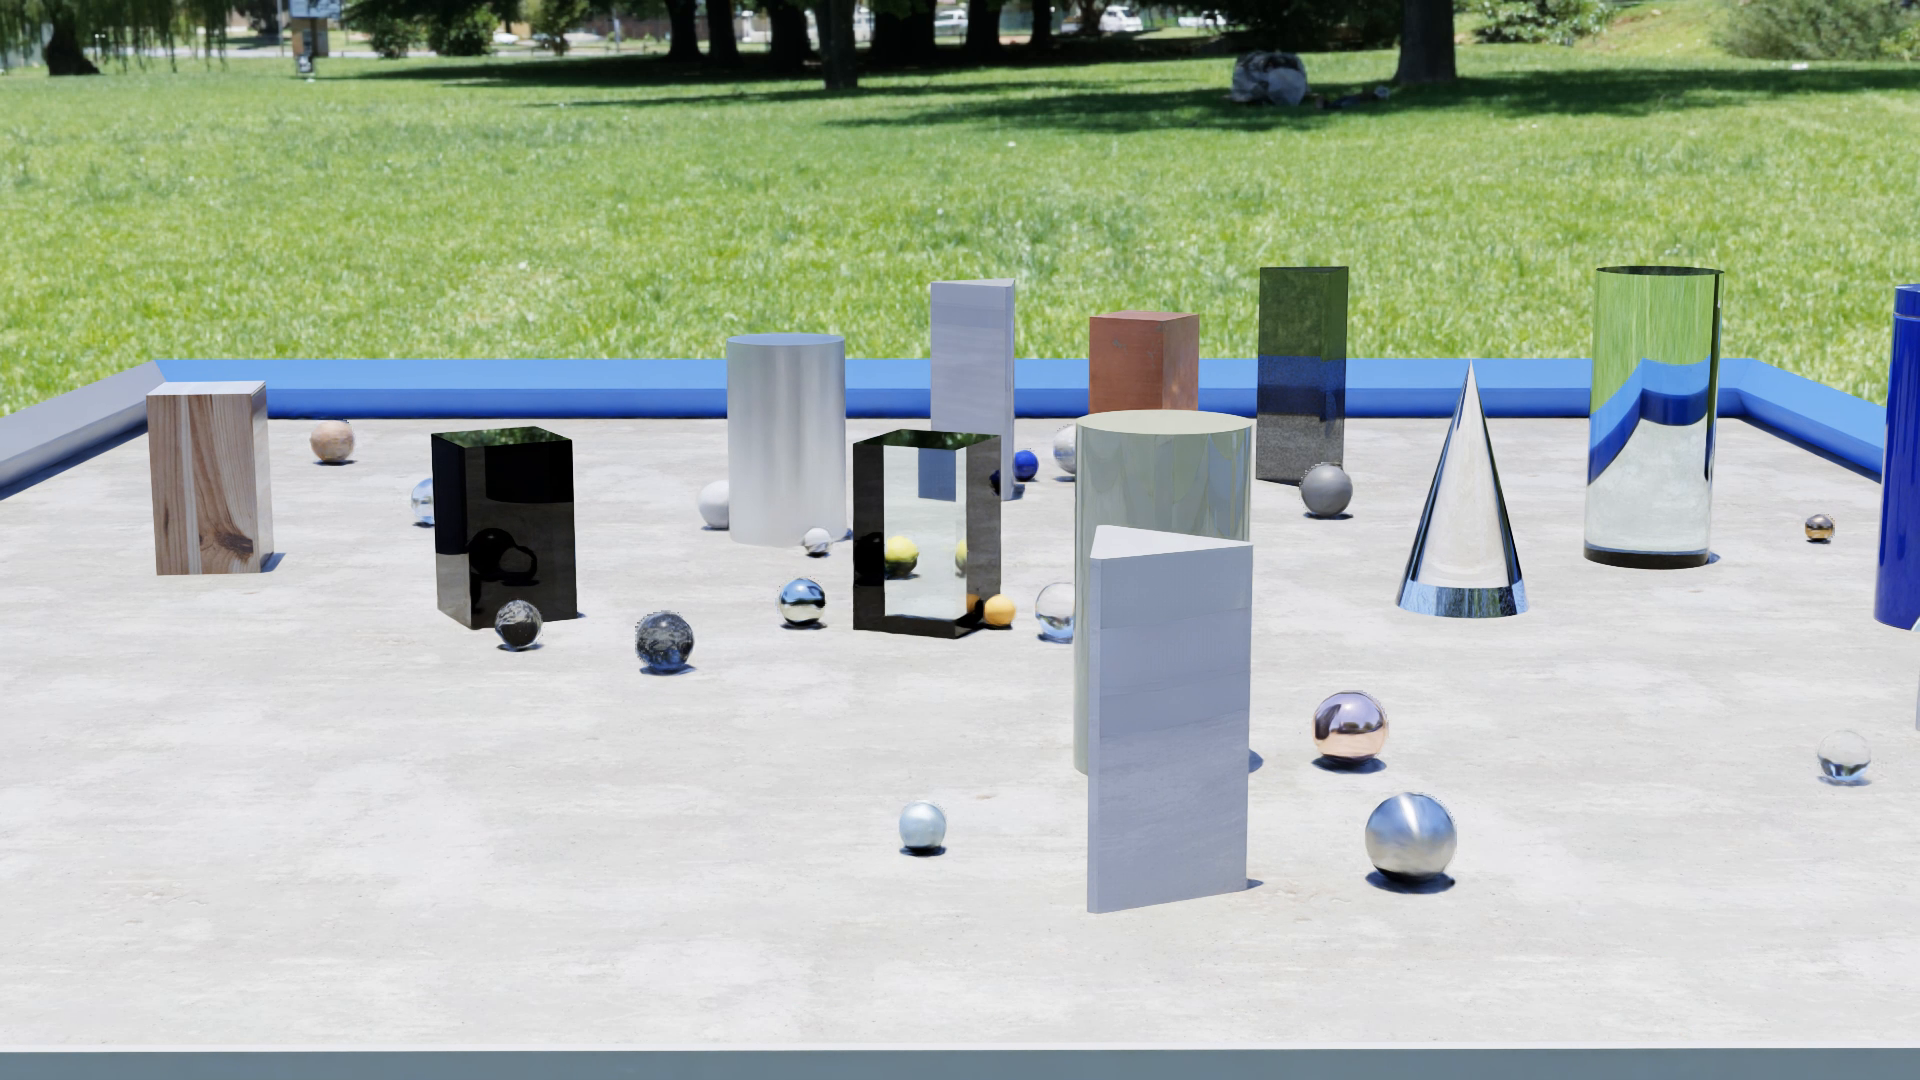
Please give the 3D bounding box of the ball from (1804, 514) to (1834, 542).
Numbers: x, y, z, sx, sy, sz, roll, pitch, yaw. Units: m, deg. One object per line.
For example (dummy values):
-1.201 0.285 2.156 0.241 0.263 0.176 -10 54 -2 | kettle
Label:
1.311 -0.018 3.916 0.042 0.042 0.042 0 11 0 | ball

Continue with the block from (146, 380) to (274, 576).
-1.084 -0.092 3.718 0.145 0.260 0.145 -1 11 -7 | block

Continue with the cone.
0.679 -0.077 3.441 0.181 0.334 0.181 0 11 0 | cone

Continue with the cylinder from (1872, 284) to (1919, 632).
1.294 -0.108 3.328 0.181 0.435 0.181 0 11 0 | cylinder

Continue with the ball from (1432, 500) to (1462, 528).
0.766 -0.042 4.036 0.045 0.045 0.045 0 11 0 | ball

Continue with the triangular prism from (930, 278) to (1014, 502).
0.053 -0.259 4.342 0.156 0.358 0.136 7 13 33 | triangular prism

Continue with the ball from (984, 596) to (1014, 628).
0.051 0.093 3.325 0.041 0.041 0.041 0 11 0 | ball

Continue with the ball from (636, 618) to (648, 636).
-0.371 0.119 3.154 0.054 0.054 0.054 0 11 0 | ball

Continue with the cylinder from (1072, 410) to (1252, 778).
0.208 0.057 2.652 0.181 0.361 0.181 0 11 0 | cylinder

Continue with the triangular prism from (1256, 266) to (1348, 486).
0.621 -0.286 4.454 0.136 0.371 0.156 -8 14 -38 | triangular prism

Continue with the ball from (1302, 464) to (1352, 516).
0.591 -0.080 4.134 0.083 0.083 0.083 0 11 0 | ball

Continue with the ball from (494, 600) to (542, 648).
-0.554 0.105 3.215 0.059 0.059 0.059 0 11 0 | ball

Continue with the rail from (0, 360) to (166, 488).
-1.621 0.032 3.441 0.045 0.117 3.731 0 11 0 | rail

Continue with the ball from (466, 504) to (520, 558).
-0.690 -0.014 3.791 0.080 0.080 0.080 0 11 0 | ball

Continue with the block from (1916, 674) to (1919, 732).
1.133 0.110 2.744 0.145 0.223 0.145 -1 11 -8 | block

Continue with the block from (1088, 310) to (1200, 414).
0.327 -0.259 4.557 0.145 0.280 0.145 6 12 30 | block

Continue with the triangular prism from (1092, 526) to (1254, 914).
0.156 0.152 2.280 0.156 0.312 0.136 -5 12 -25 | triangular prism

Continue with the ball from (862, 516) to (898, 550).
-0.120 -0.011 3.848 0.053 0.053 0.053 0 11 0 | ball

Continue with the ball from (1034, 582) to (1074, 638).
0.130 0.089 3.264 0.072 0.072 0.072 0 11 0 | ball

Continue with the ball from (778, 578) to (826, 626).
-0.205 0.081 3.332 0.063 0.063 0.063 0 11 0 | ball

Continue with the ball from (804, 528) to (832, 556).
-0.212 0.003 3.809 0.042 0.042 0.042 0 11 0 | ball

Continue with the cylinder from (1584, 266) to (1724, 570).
1.014 -0.182 3.754 0.181 0.424 0.181 0 11 0 | cylinder

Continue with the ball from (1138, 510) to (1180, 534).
0.297 -0.013 3.829 0.064 0.064 0.064 0 11 0 | ball

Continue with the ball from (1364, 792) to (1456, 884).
0.403 0.267 2.295 0.081 0.081 0.081 0 11 0 | ball

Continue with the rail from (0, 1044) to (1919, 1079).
0.011 0.370 1.640 3.289 0.117 0.045 0 11 0 | rail

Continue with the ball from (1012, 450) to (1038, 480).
0.111 -0.130 4.484 0.053 0.053 0.053 0 11 0 | ball

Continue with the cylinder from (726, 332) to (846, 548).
-0.265 -0.156 3.935 0.181 0.306 0.181 0 11 0 | cylinder

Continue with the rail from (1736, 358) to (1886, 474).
1.621 0.028 3.459 0.045 0.117 3.731 0 11 0 | rail

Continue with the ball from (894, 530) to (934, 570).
-0.067 0.015 3.701 0.058 0.058 0.058 0 11 0 | ball

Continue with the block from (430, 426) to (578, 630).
-0.602 -0.019 3.387 0.145 0.238 0.145 -6 12 -28 | block

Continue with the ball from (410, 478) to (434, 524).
-0.832 -0.062 4.063 0.075 0.075 0.075 0 11 0 | ball

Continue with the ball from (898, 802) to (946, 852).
-0.035 0.267 2.387 0.045 0.045 0.045 0 11 0 | ball

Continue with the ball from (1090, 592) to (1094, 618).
0.201 0.084 3.299 0.070 0.070 0.070 0 11 0 | ball

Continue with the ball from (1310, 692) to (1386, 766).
0.405 0.197 2.674 0.078 0.078 0.078 0 11 0 | ball

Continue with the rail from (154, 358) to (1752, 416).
-0.011 -0.310 5.260 3.289 0.117 0.045 0 11 0 | rail

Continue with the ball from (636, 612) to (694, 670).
-0.355 0.123 3.091 0.070 0.070 0.070 0 11 0 | ball

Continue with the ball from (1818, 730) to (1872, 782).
0.903 0.220 2.619 0.052 0.052 0.052 0 11 0 | ball

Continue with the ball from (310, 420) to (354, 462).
-1.145 -0.180 4.679 0.080 0.080 0.080 0 11 0 | ball

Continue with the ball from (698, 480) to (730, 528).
-0.374 -0.056 4.026 0.076 0.076 0.076 0 11 0 | ball

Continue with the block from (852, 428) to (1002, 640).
-0.042 -0.010 3.330 0.145 0.243 0.145 5 12 24 | block

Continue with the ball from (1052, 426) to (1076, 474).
0.203 -0.157 4.492 0.084 0.084 0.084 0 11 0 | ball
